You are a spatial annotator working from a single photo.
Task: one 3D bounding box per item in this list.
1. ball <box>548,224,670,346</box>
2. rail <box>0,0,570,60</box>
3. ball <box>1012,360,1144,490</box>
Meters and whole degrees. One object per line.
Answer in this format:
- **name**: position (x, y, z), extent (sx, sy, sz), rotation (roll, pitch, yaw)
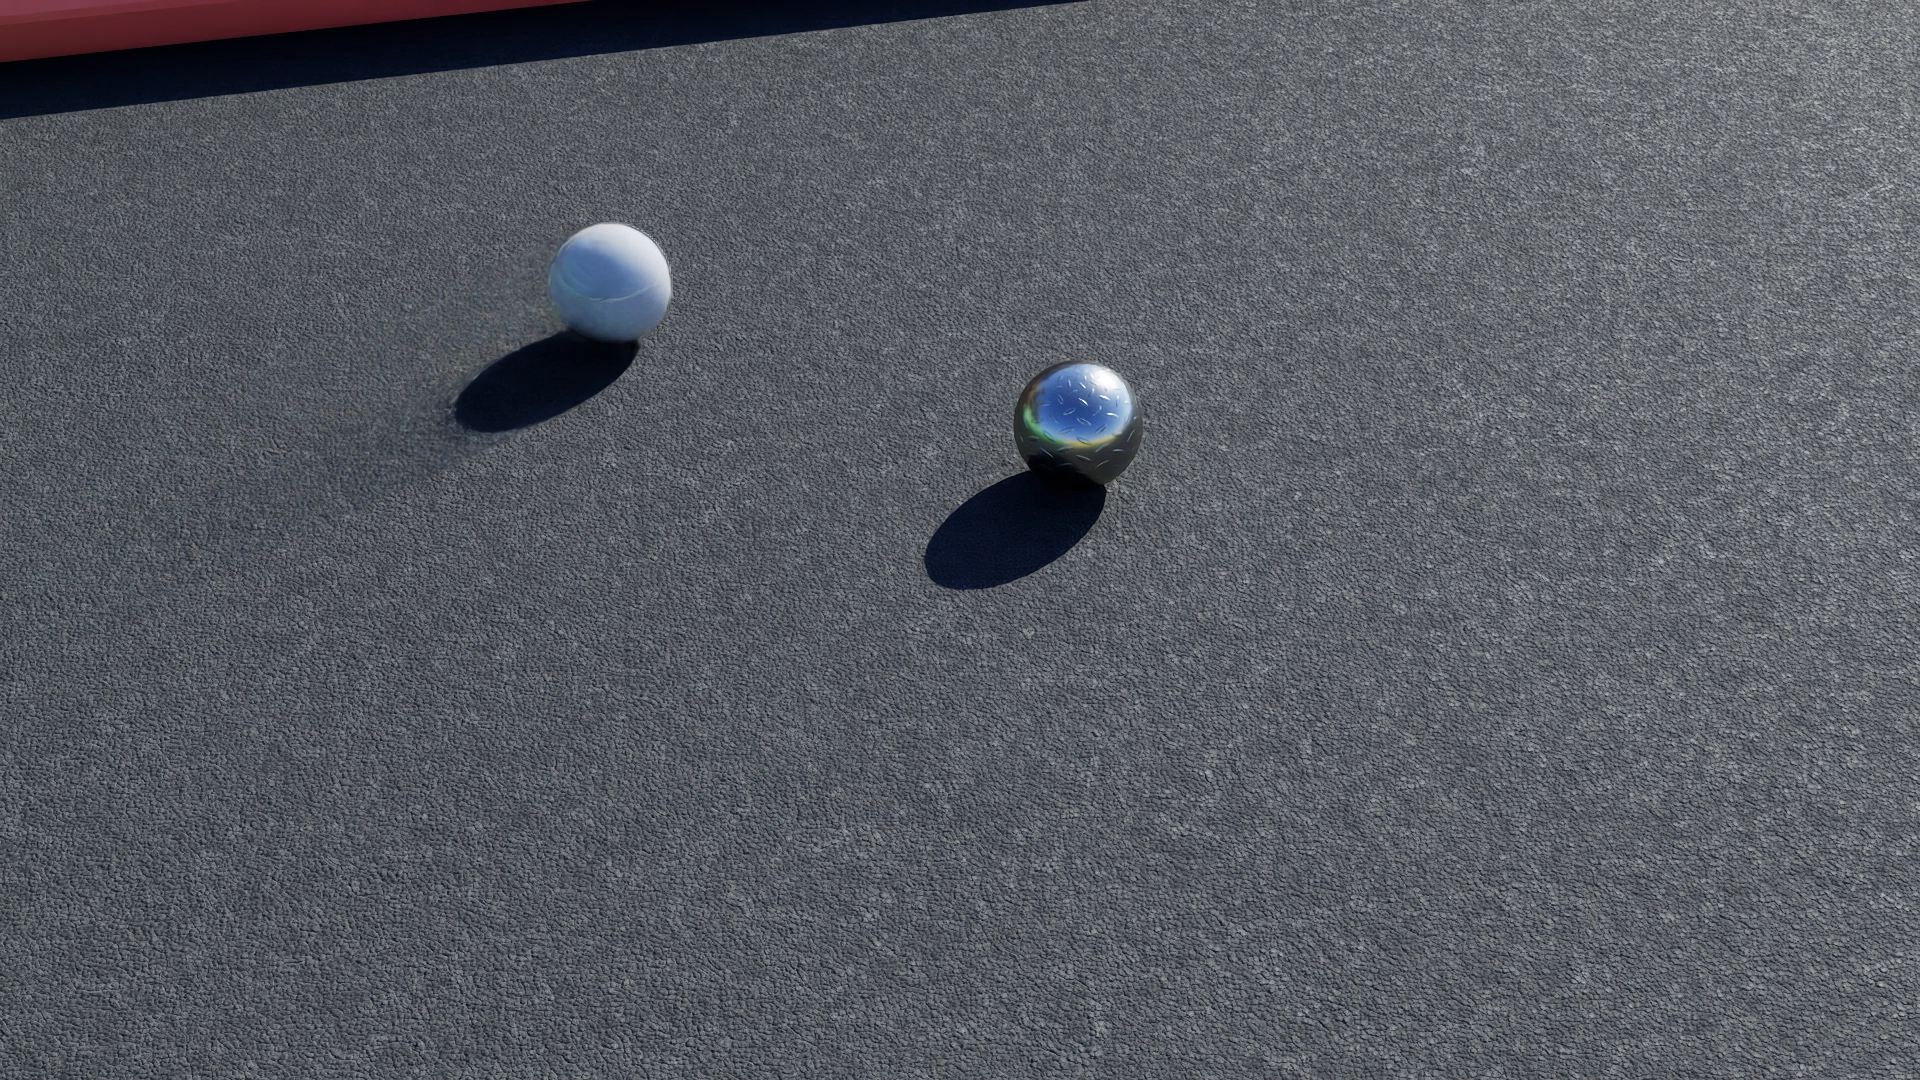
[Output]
- **ball**: position (-0.240, -0.175, 1.755), extent (0.083, 0.083, 0.083), rotation (0, 36, 0)
- **rail**: position (0.544, -0.631, 2.357), extent (3.144, 0.108, 0.045), rotation (-9, 37, -12)
- **ball**: position (0.074, -0.072, 1.616), extent (0.082, 0.082, 0.082), rotation (0, 36, 0)
